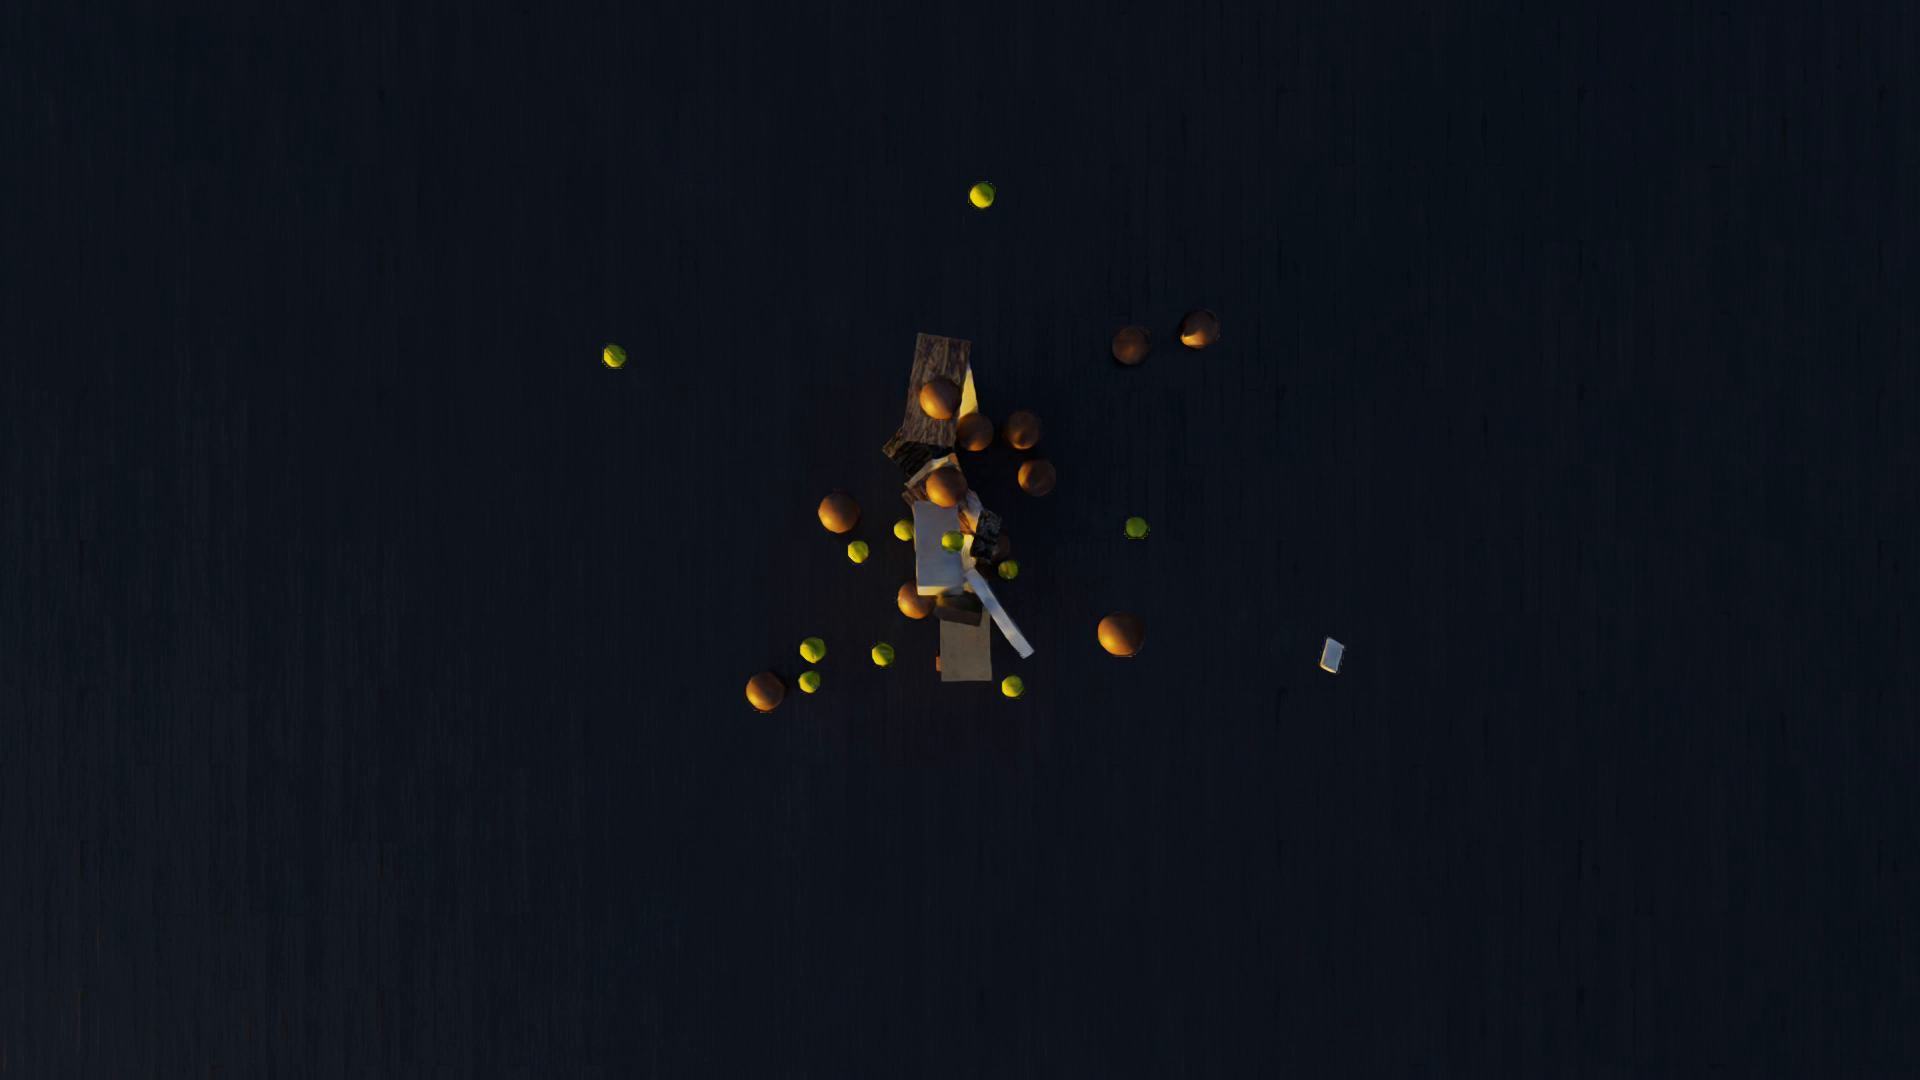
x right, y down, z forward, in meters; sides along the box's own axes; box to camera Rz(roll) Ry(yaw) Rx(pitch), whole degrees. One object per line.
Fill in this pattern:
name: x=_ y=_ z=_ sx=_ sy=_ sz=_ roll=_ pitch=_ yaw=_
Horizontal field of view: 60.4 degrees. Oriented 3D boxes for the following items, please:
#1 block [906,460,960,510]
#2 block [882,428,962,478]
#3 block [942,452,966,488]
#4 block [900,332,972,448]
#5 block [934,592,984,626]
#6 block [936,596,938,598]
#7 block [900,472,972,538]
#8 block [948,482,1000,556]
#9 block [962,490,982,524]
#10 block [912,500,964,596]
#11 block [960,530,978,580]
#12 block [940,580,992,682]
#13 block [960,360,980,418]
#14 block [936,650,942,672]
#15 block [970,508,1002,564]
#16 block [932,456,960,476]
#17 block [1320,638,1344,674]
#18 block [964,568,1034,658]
block: x=-0.075 y=-0.155 z=5.404 sx=0.115 sy=0.230 sz=0.033 roll=-43 pitch=48 yaw=0
block: x=-0.120 y=-0.280 z=5.339 sx=0.168 sy=0.336 sz=0.048 roll=-48 pitch=62 yaw=-1
block: x=-0.023 y=-0.223 z=5.243 sx=0.050 sy=0.014 sz=0.101 roll=-22 pitch=74 yaw=14
block: x=-0.075 y=-0.467 z=5.148 sx=0.168 sy=0.048 sz=0.336 roll=9 pitch=93 yaw=-1
block: x=-0.002 y=0.200 z=4.999 sx=0.140 sy=0.280 sz=0.040 roll=10 pitch=100 yaw=0
block: x=0.004 y=0.183 z=5.342 sx=0.157 sy=0.313 sz=0.044 roll=0 pitch=90 yaw=-1
block: x=-0.072 y=-0.091 z=5.294 sx=0.115 sy=0.033 sz=0.230 roll=-39 pitch=91 yaw=0
block: x=0.044 y=-0.075 z=5.283 sx=0.022 sy=0.078 sz=0.276 roll=-28 pitch=89 yaw=19
block: x=0.061 y=-0.085 z=5.262 sx=0.022 sy=0.078 sz=0.156 roll=-27 pitch=80 yaw=13
block: x=-0.069 y=0.022 z=5.125 sx=0.140 sy=0.374 sz=0.040 roll=0 pitch=135 yaw=-5
block: x=0.002 y=0.049 z=5.403 sx=0.115 sy=0.033 sz=0.230 roll=24 pitch=133 yaw=6
block: x=0.015 y=0.283 z=5.164 sx=0.157 sy=0.044 sz=0.313 roll=-2 pitch=90 yaw=-1
block: x=-0.037 y=-0.481 z=5.335 sx=0.168 sy=0.336 sz=0.048 roll=-14 pitch=69 yaw=0
block: x=0.002 y=0.391 z=5.343 sx=0.157 sy=0.313 sz=0.044 roll=0 pitch=90 yaw=0
block: x=0.080 y=-0.011 z=5.131 sx=0.022 sy=0.078 sz=0.156 roll=1 pitch=69 yaw=42
block: x=-0.044 y=-0.231 z=5.189 sx=0.050 sy=0.101 sz=0.014 roll=-14 pitch=64 yaw=17
block: x=1.093 y=0.341 z=4.847 sx=0.050 sy=0.014 sz=0.101 roll=28 pitch=55 yaw=-4
block: x=0.117 y=0.218 z=4.935 sx=0.040 sy=0.140 sz=0.280 roll=-36 pitch=53 yaw=2
